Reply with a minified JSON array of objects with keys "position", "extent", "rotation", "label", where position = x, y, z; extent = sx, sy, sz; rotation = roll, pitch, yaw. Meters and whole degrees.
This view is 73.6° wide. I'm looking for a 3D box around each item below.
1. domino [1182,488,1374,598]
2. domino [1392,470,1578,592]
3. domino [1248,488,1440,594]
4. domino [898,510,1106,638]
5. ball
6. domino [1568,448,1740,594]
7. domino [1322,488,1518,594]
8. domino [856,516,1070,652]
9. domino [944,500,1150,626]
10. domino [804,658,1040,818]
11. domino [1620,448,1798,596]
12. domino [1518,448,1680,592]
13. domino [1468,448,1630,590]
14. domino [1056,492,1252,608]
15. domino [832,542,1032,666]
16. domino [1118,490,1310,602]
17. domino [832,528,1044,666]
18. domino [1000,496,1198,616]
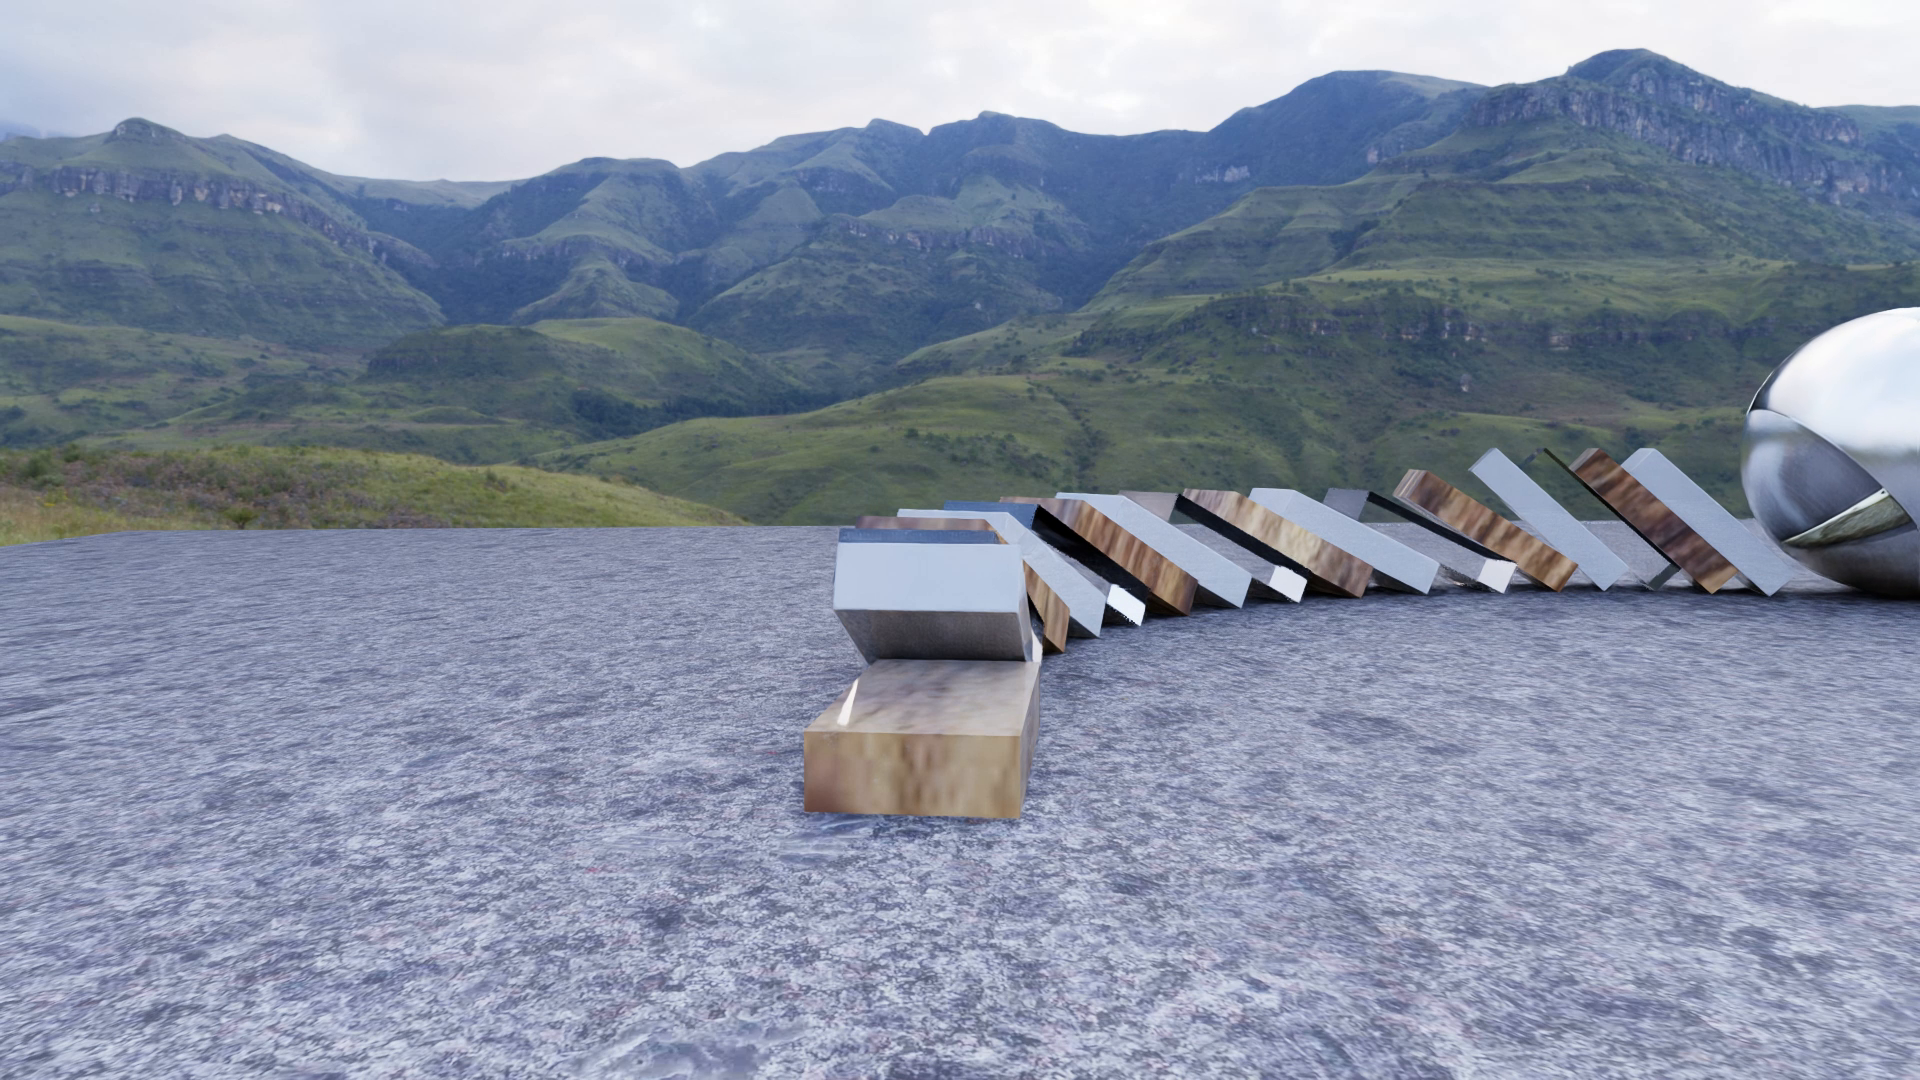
[{"position":[0.087,0.001,0.357],"extent":[0.050,0.009,0.025],"rotation":[25,-6,-21],"label":"domino"},{"position":[0.155,-0.003,0.381],"extent":[0.050,0.010,0.025],"rotation":[33,8,4],"label":"domino"},{"position":[0.108,0.000,0.367],"extent":[0.050,0.009,0.025],"rotation":[25,-2,-13],"label":"domino"},{"position":[0.009,0.008,0.269],"extent":[0.025,0.010,0.050],"rotation":[3,-20,31],"label":"domino"},{"position":[0.264,-0.024,0.358],"extent":[0.080,0.080,0.080],"rotation":[0,4,0],"label":"ball"},{"position":[0.202,-0.006,0.377],"extent":[0.050,0.010,0.025],"rotation":[45,16,11],"label":"domino"},{"position":[0.132,0.000,0.373],"extent":[0.050,0.009,0.025],"rotation":[24,0,-11],"label":"domino"},{"position":[0.001,0.009,0.246],"extent":[0.025,0.009,0.050],"rotation":[2,-20,24],"label":"domino"},{"position":[0.020,0.006,0.291],"extent":[0.025,0.009,0.050],"rotation":[4,-20,39],"label":"domino"},{"position":[-0.003,0.025,0.172],"extent":[0.025,0.009,0.050],"rotation":[0,4,6],"label":"domino"},{"position":[0.215,-0.006,0.372],"extent":[0.050,0.010,0.025],"rotation":[45,16,10],"label":"domino"},{"position":[0.190,-0.007,0.383],"extent":[0.050,0.010,0.025],"rotation":[46,16,11],"label":"domino"},{"position":[0.175,-0.007,0.384],"extent":[0.050,0.009,0.025],"rotation":[46,16,11],"label":"domino"},{"position":[0.049,0.003,0.329],"extent":[0.050,0.009,0.025],"rotation":[28,-12,-33],"label":"domino"},{"position":[-0.002,0.013,0.196],"extent":[0.025,0.009,0.050],"rotation":[1,-20,6],"label":"domino"},{"position":[0.067,0.002,0.344],"extent":[0.050,0.009,0.025],"rotation":[27,-9,-28],"label":"domino"},{"position":[-0.002,0.011,0.221],"extent":[0.025,0.010,0.050],"rotation":[1,-20,13],"label":"domino"},{"position":[0.033,0.004,0.310],"extent":[0.025,0.009,0.050],"rotation":[4,-19,45],"label":"domino"}]
